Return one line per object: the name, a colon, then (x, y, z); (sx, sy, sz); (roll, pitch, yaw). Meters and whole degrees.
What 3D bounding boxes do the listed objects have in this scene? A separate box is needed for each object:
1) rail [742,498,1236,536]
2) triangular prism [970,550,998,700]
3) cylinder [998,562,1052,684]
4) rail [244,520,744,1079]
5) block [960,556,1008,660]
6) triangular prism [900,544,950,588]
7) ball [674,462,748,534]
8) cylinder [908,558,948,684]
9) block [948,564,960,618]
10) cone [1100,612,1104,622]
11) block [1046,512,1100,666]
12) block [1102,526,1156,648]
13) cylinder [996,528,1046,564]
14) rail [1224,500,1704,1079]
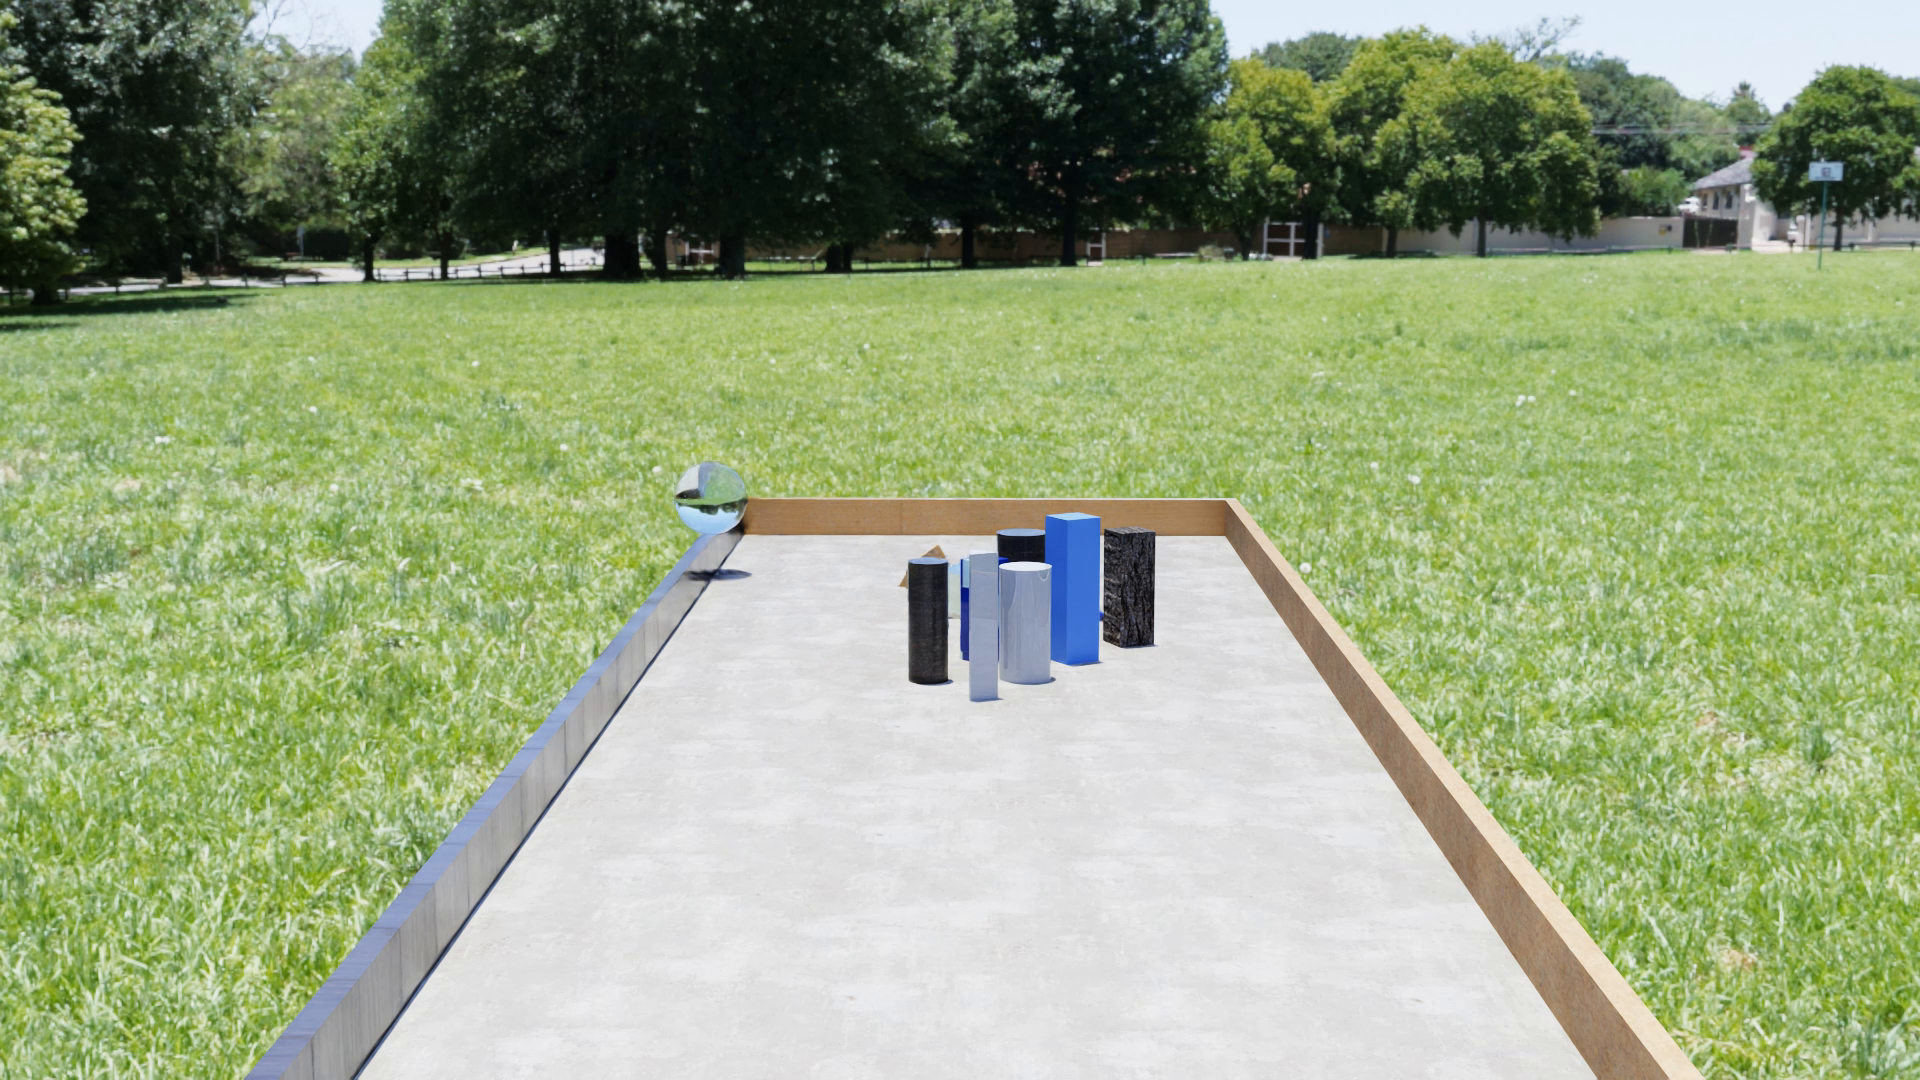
rail: (0.099, -0.098, 9.147); (2.100, 0.150, 0.050); (0, 9, 1)
triangular prism: (0.049, 0.237, 6.188); (0.091, 0.416, 0.079); (-5, 10, -27)
cylinder: (0.190, 0.241, 6.430); (0.153, 0.332, 0.153); (0, 9, 0)
rail: (-1.004, 0.839, 3.234); (0.050, 0.150, 12.000); (0, 9, 1)
block: (0.074, 0.210, 6.693); (0.105, 0.311, 0.105); (8, 12, 41)
triangular prism: (-0.124, 0.093, 8.097); (0.111, 0.096, 0.393); (2, 9, 12)
ball: (-0.924, -0.154, 8.159); (0.270, 0.270, 0.270); (0, 9, 0)
cylinder: (-0.093, 0.235, 6.401); (0.117, 0.353, 0.117); (0, 9, 0)
block: (0.070, 0.158, 7.529); (0.151, 0.151, 0.417); (4, 10, 23)
cone: (0.366, 0.243, 7.247); (0.431, 0.144, 0.144); (6, 5, -26)
block: (0.341, 0.146, 6.676); (0.120, 0.441, 0.120); (-6, 11, -31)
block: (0.533, 0.147, 6.932); (0.120, 0.361, 0.120); (-4, 10, -23)
cylinder: (0.195, 0.150, 6.932); (0.159, 0.353, 0.159); (0, 9, 0)
rail: (1.046, 0.843, 3.208); (0.050, 0.150, 12.000); (0, 9, 1)
